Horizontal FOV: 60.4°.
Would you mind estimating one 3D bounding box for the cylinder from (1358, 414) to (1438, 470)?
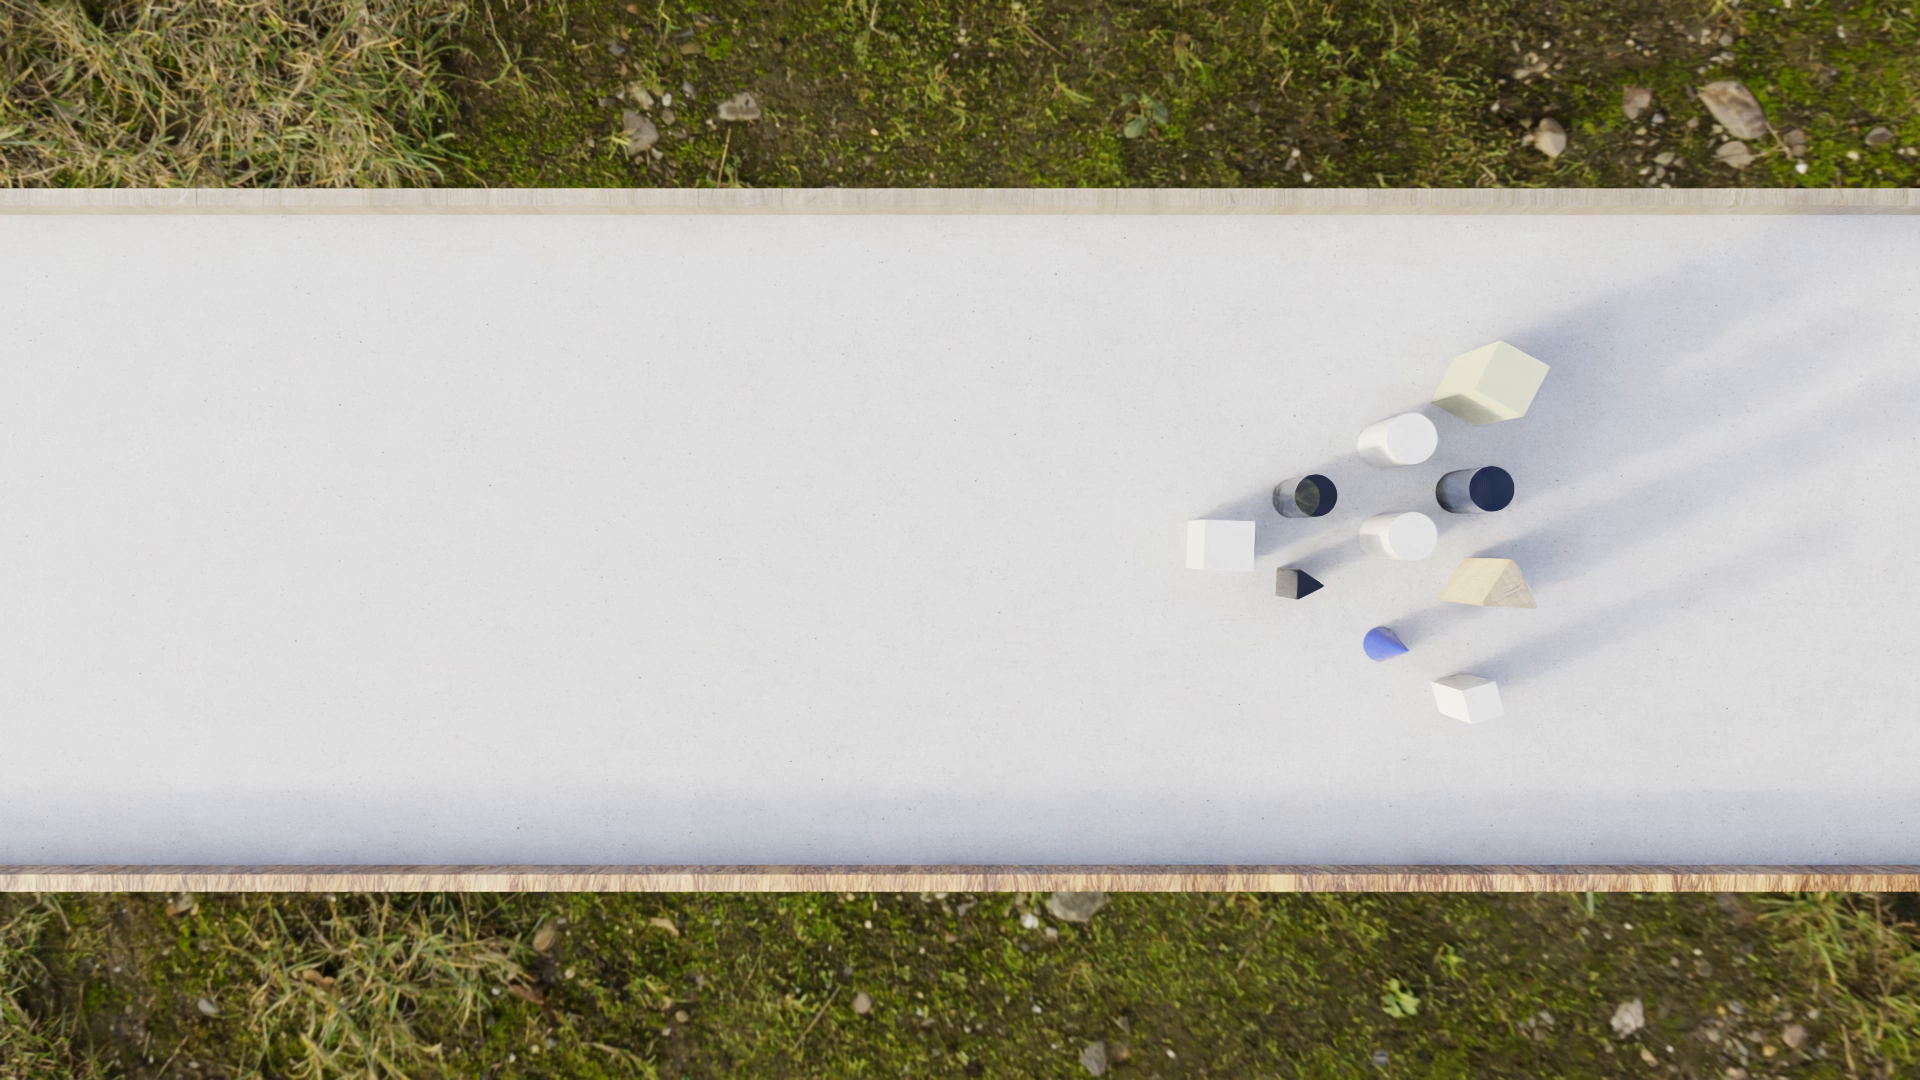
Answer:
[{"bbox_3d":[1.296,-0.291,4.903,0.146,0.346,0.146,0,90,0],"label":"cylinder"}]

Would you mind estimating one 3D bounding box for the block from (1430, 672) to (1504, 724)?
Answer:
[{"bbox_3d":[1.511,0.470,4.918,0.100,0.316,0.100,-16,90,0],"label":"block"}]

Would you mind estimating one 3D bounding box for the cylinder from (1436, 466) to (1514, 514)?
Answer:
[{"bbox_3d":[1.528,-0.147,4.908,0.131,0.337,0.131,0,90,0],"label":"cylinder"}]

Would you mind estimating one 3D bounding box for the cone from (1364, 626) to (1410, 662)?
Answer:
[{"bbox_3d":[1.295,0.320,4.912,0.108,0.329,0.108,0,90,0],"label":"cone"}]

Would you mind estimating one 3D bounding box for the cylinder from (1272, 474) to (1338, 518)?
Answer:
[{"bbox_3d":[1.022,-0.128,4.905,0.123,0.342,0.123,0,90,0],"label":"cylinder"}]

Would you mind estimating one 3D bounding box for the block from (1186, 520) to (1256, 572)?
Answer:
[{"bbox_3d":[0.771,0.016,4.899,0.144,0.354,0.144,2,90,0],"label":"block"}]

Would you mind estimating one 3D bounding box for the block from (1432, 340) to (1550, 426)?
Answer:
[{"bbox_3d":[1.555,-0.456,4.860,0.158,0.433,0.158,28,90,0],"label":"block"}]

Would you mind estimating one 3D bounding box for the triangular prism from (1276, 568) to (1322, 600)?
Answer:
[{"bbox_3d":[0.994,0.118,4.915,0.087,0.324,0.075,-27,90,0],"label":"triangular prism"}]

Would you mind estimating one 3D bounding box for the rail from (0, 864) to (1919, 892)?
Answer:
[{"bbox_3d":[-2.247,1.025,5.001,12.000,0.150,0.050,0,90,0],"label":"rail"}]

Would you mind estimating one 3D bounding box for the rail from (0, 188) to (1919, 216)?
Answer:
[{"bbox_3d":[-2.247,-1.025,5.002,12.000,0.150,0.050,0,90,0],"label":"rail"}]

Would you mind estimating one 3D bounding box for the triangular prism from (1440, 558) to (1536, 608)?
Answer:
[{"bbox_3d":[1.554,0.120,4.861,0.153,0.430,0.133,4,90,0],"label":"triangular prism"}]

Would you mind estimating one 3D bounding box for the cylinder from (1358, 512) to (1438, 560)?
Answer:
[{"bbox_3d":[1.297,-0.011,4.900,0.140,0.353,0.140,0,90,0],"label":"cylinder"}]
